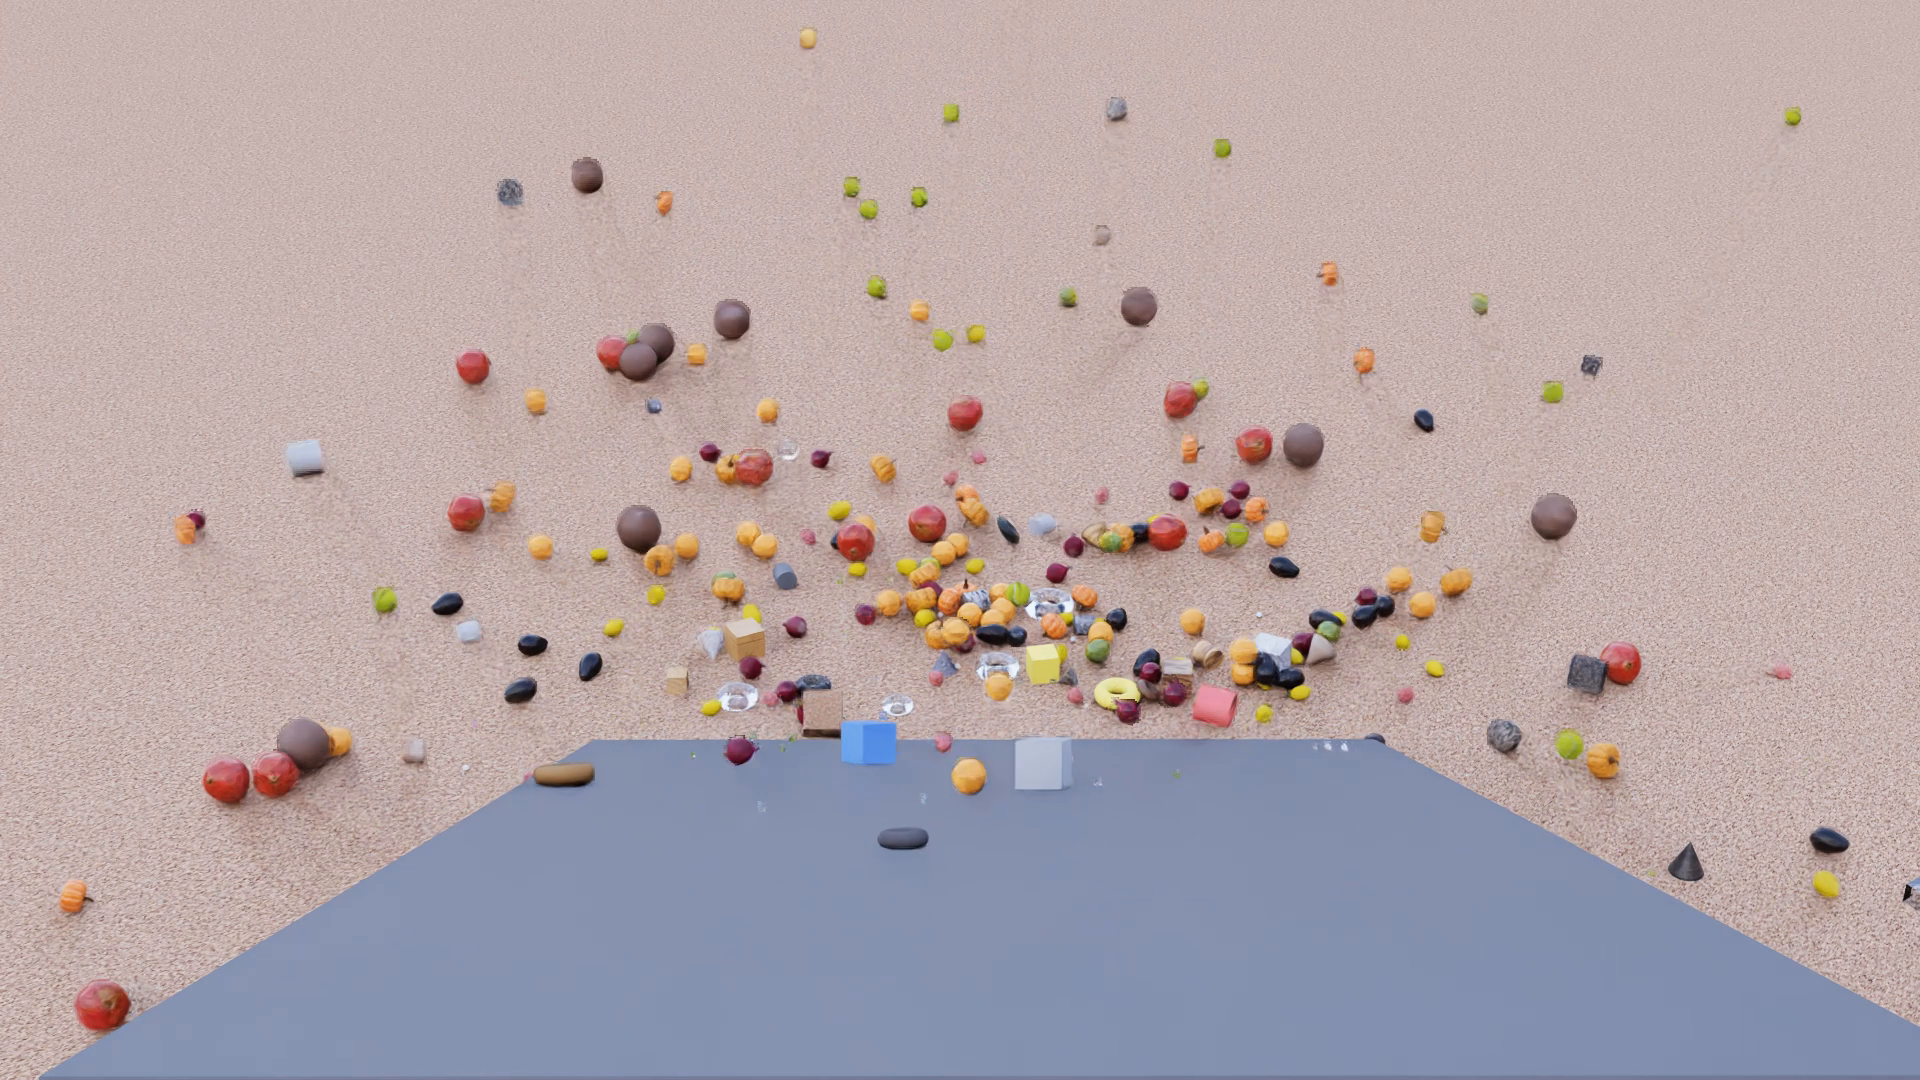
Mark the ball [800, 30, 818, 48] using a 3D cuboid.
[{"bbox_3d":[-0.695,-2.300,11.866,0.086,0.086,0.086,0,29,0],"label":"ball"}]

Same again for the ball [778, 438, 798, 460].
[{"bbox_3d":[-0.545,-0.287,8.199,0.066,0.066,0.066,0,29,0],"label":"ball"}]

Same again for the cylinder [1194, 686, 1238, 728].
[{"bbox_3d":[0.669,0.437,6.774,0.093,0.093,0.093,15,32,15],"label":"cylinder"}]

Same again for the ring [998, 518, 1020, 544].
[{"bbox_3d":[0.145,-0.026,7.712,0.030,0.089,0.089,-38,27,12],"label":"ring"}]

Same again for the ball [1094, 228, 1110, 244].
[{"bbox_3d":[0.540,-1.150,9.782,0.062,0.062,0.062,0,29,0],"label":"ball"}]

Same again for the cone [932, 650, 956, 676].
[{"bbox_3d":[-0.044,0.328,7.070,0.068,0.068,0.068,0,29,0],"label":"cone"}]

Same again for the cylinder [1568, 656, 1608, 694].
[{"bbox_3d":[1.695,0.364,6.983,0.087,0.087,0.087,12,31,22],"label":"cylinder"}]

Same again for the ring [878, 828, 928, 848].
[{"bbox_3d":[-0.099,0.515,4.459,0.087,0.029,0.087,-1,1,0],"label":"ring"}]

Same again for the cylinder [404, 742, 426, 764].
[{"bbox_3d":[-1.410,0.549,6.681,0.052,0.052,0.052,-4,29,-8],"label":"cylinder"}]

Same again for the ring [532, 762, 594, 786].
[{"bbox_3d":[-0.845,0.499,5.511,0.130,0.043,0.130,-2,-3,0],"label":"ring"}]

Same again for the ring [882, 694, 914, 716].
[{"bbox_3d":[-0.166,0.440,6.906,0.083,0.028,0.083,0,30,0],"label":"ring"}]

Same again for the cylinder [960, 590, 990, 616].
[{"bbox_3d":[0.043,0.177,7.352,0.062,0.062,0.062,-13,31,-22],"label":"cylinder"}]

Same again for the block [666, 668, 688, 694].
[{"bbox_3d":[-0.763,0.381,6.988,0.052,0.052,0.052,0,29,0],"label":"block"}]

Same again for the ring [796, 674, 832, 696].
[{"bbox_3d":[-0.396,0.395,6.983,0.098,0.033,0.098,2,27,-1],"label":"ring"}]

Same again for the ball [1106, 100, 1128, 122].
[{"bbox_3d":[0.667,-1.826,10.991,0.092,0.092,0.092,0,29,0],"label":"ball"}]

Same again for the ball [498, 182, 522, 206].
[{"bbox_3d":[-1.763,-1.358,10.128,0.096,0.096,0.096,0,29,0],"label":"ball"}]

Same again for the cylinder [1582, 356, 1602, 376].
[{"bbox_3d":[2.139,-0.590,8.760,0.053,0.053,0.053,16,32,21],"label":"cylinder"}]

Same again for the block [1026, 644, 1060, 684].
[{"bbox_3d":[0.226,0.338,7.044,0.075,0.075,0.075,-6,29,-11],"label":"block"}]

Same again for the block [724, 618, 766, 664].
[{"bbox_3d":[-0.594,0.277,7.147,0.082,0.082,0.082,-14,32,-25],"label":"block"}]

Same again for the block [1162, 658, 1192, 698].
[{"bbox_3d":[0.587,0.375,6.975,0.076,0.076,0.076,2,29,3],"label":"block"}]

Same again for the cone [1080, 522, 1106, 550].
[{"bbox_3d":[0.417,0.003,7.696,0.085,0.085,0.085,-16,59,-26],"label":"cone"}]

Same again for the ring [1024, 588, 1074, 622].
[{"bbox_3d":[0.253,0.183,7.357,0.143,0.048,0.143,-1,30,0],"label":"ring"}]

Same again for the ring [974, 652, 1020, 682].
[{"bbox_3d":[0.102,0.348,7.063,0.123,0.041,0.123,-1,28,1],"label":"ring"}]

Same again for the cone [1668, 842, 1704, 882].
[{"bbox_3d":[1.762,0.764,6.250,0.086,0.086,0.086,0,29,0],"label":"cone"}]

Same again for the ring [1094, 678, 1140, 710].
[{"bbox_3d":[0.423,0.414,6.941,0.127,0.042,0.127,-1,29,0],"label":"ring"}]

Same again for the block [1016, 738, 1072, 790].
[{"bbox_3d":[0.176,0.471,5.444,0.100,0.100,0.100,0,0,14],"label":"block"}]

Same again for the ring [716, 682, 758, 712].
[{"bbox_3d":[-0.597,0.420,6.934,0.113,0.038,0.113,-1,30,0],"label":"ring"}]

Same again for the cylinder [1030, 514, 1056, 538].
[{"bbox_3d":[0.248,-0.043,7.764,0.054,0.054,0.054,25,37,37],"label":"cylinder"}]

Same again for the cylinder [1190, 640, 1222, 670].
[{"bbox_3d":[0.678,0.317,7.095,0.063,0.063,0.063,-17,33,-28],"label":"cylinder"}]

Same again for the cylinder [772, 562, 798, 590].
[{"bbox_3d":[-0.507,0.105,7.488,0.059,0.059,0.059,-9,30,-16],"label":"cylinder"}]

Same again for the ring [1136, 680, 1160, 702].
[{"bbox_3d":[0.505,0.404,6.943,0.075,0.025,0.075,36,18,-14],"label":"ring"}]

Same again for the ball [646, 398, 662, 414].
[{"bbox_3d":[-1.005,-0.440,8.495,0.050,0.050,0.050,0,29,0],"label":"ball"}]

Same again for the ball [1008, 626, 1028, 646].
[{"bbox_3d":[0.160,0.267,7.195,0.054,0.054,0.054,0,29,0],"label":"ball"}]

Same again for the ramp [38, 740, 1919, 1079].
[{"bbox_3d":[0.064,0.577,4.622,2.000,0.100,4.000,0,0,0],"label":"ramp"}]

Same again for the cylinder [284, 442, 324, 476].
[{"bbox_3d":[-2.057,-0.254,8.104,0.097,0.097,0.097,-13,31,-22],"label":"cylinder"}]

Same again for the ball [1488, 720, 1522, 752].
[{"bbox_3d":[1.416,0.511,6.718,0.084,0.084,0.084,0,29,0],"label":"ball"}]

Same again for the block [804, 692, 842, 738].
[{"bbox_3d":[-0.359,0.457,6.755,0.099,0.099,0.099,-1,72,-5],"label":"block"}]

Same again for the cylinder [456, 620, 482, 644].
[{"bbox_3d":[-1.371,0.256,7.209,0.055,0.055,0.055,-17,33,-23],"label":"cylinder"}]

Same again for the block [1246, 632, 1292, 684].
[{"bbox_3d":[0.843,0.323,7.053,0.093,0.093,0.093,14,32,24],"label":"block"}]

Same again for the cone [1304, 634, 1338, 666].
[{"bbox_3d":[0.976,0.320,7.115,0.087,0.087,0.087,-43,45,-16],"label":"cone"}]

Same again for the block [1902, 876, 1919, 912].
[{"bbox_3d":[2.283,0.842,6.144,0.052,0.052,0.052,-19,34,-31],"label":"block"}]

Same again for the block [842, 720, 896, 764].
[{"bbox_3d":[-0.212,0.470,6.004,0.091,0.091,0.091,0,1,-35],"label":"block"}]
